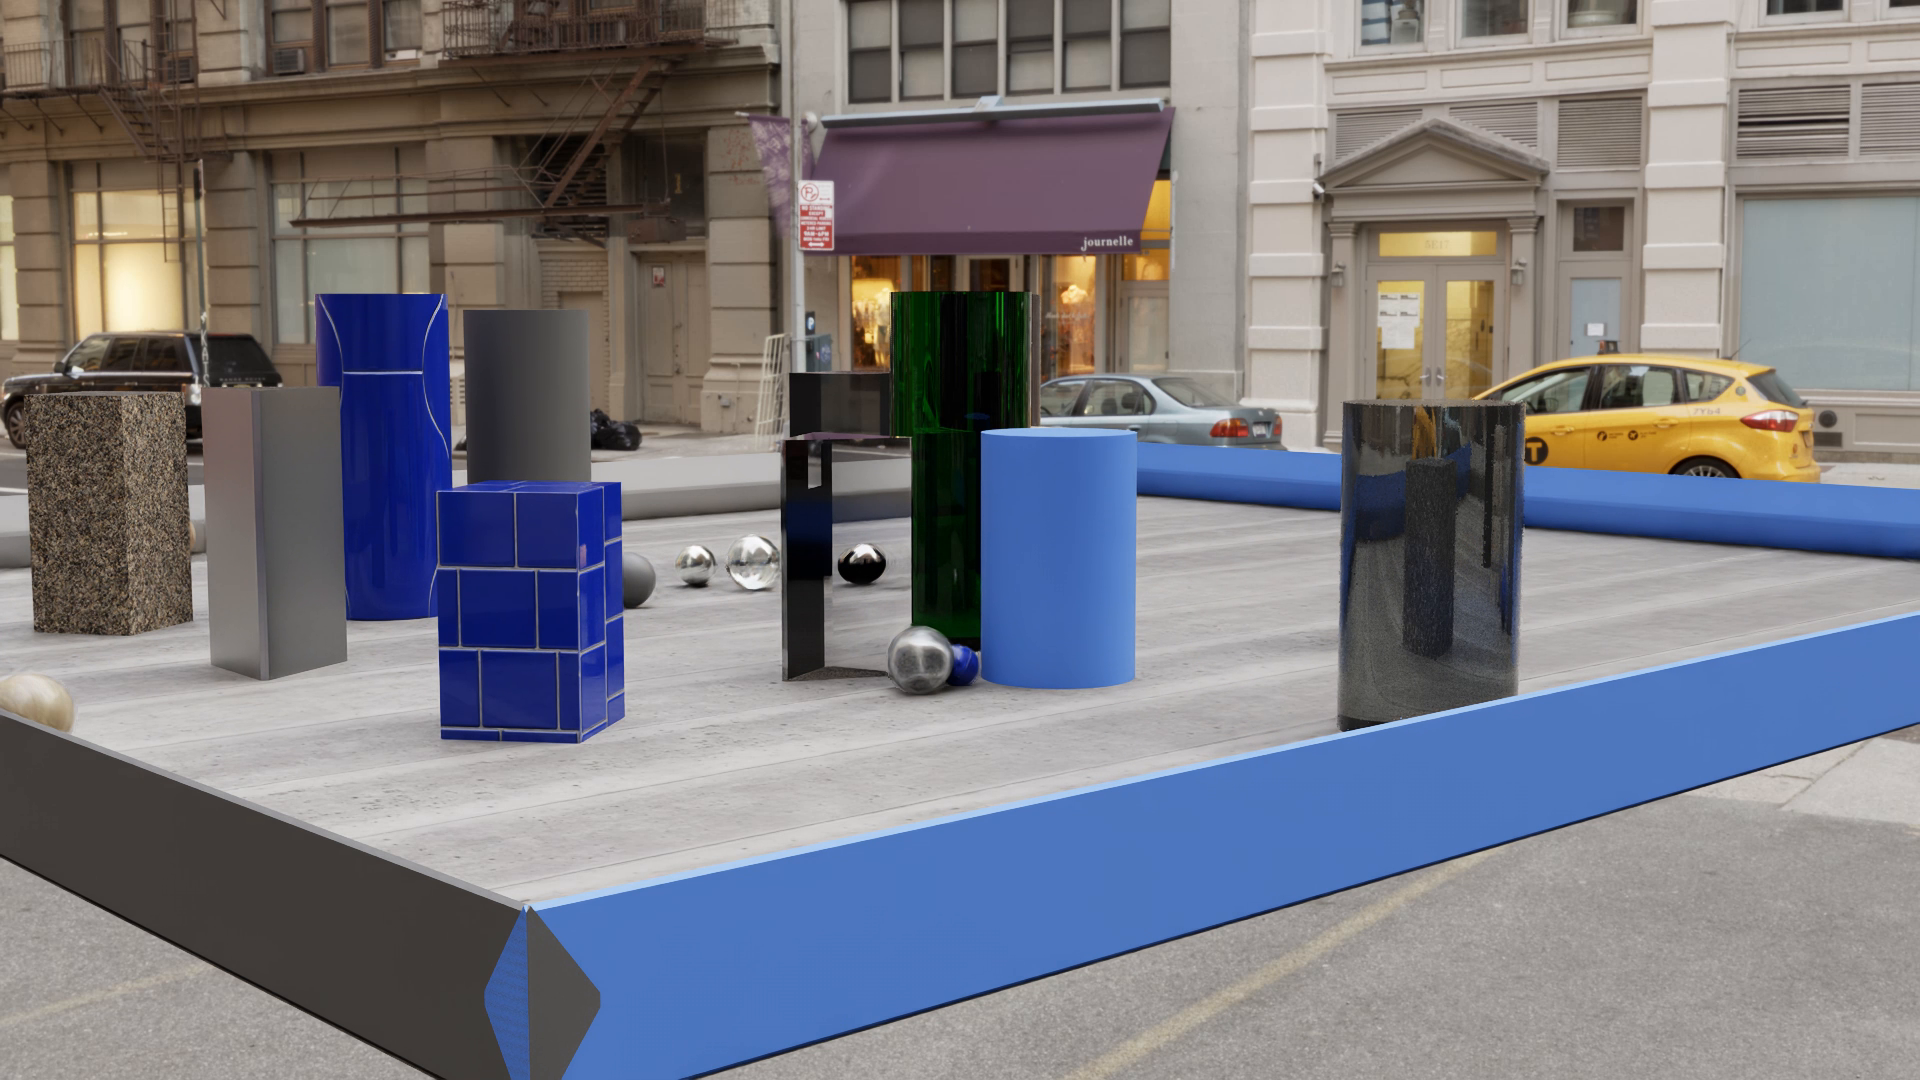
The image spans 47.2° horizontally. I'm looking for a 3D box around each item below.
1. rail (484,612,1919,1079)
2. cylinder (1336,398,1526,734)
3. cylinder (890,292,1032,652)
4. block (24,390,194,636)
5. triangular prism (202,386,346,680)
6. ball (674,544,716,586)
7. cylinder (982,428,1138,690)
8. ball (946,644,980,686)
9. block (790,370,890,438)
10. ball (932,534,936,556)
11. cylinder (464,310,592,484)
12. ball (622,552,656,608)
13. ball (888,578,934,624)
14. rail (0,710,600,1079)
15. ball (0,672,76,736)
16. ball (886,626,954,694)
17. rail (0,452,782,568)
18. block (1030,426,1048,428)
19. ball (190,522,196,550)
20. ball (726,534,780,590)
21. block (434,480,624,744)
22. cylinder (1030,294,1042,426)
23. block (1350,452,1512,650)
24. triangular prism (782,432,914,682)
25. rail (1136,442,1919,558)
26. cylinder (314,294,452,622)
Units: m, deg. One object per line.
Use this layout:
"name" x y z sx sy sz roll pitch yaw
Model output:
"rail" 0.950 0.140 2.308 3.265 0.121 0.045 -6 8 -42
"cylinder" 0.494 0.028 2.313 0.187 0.345 0.187 0 6 0
"cylinder" 0.000 -0.096 2.916 0.187 0.464 0.187 0 6 0
"block" -1.182 -0.041 3.059 0.150 0.325 0.150 1 6 13
"triangular prism" -0.829 -0.015 2.717 0.140 0.346 0.162 -5 8 -40
"ball" -0.423 0.040 3.520 0.066 0.066 0.066 0 6 0
"cylinder" 0.118 0.018 2.648 0.187 0.295 0.187 0 6 0
"ball" -0.002 0.148 2.590 0.049 0.049 0.049 0 6 0
"block" -0.183 -0.117 3.734 0.150 0.334 0.150 4 7 34
"ball" -0.008 0.009 3.760 0.079 0.079 0.079 0 6 0
"cylinder" -0.659 -0.131 3.365 0.187 0.440 0.187 0 6 0
"ball" -0.494 0.059 3.272 0.082 0.082 0.082 0 6 0
"ball" -0.068 0.086 3.095 0.065 0.065 0.065 0 6 0
"rail" -1.182 0.147 2.247 0.045 0.121 2.850 -6 8 -42
"ball" -0.916 0.174 2.163 0.087 0.087 0.087 0 6 0
"ball" -0.046 0.138 2.543 0.078 0.078 0.078 0 6 0
"rail" -0.950 -0.077 4.356 3.265 0.121 0.045 -6 8 -42
"block" 0.070 -0.038 3.339 0.150 0.261 0.150 4 8 36
"ball" -1.391 -0.007 3.867 0.089 0.089 0.089 0 6 0
"ball" -0.327 0.035 3.475 0.087 0.087 0.087 0 6 0
"block" -0.451 0.072 2.322 0.150 0.257 0.150 1 6 9
"cylinder" 0.048 -0.196 3.860 0.187 0.466 0.187 0 6 0
"block" 0.627 0.012 2.939 0.150 0.245 0.150 -2 6 -20
"triangular prism" -0.156 0.016 2.701 0.162 0.288 0.140 -2 6 -19
"rail" 1.182 -0.083 4.417 0.045 0.121 2.850 -6 8 -42
"cylinder" -0.834 -0.125 3.196 0.187 0.463 0.187 0 6 0
